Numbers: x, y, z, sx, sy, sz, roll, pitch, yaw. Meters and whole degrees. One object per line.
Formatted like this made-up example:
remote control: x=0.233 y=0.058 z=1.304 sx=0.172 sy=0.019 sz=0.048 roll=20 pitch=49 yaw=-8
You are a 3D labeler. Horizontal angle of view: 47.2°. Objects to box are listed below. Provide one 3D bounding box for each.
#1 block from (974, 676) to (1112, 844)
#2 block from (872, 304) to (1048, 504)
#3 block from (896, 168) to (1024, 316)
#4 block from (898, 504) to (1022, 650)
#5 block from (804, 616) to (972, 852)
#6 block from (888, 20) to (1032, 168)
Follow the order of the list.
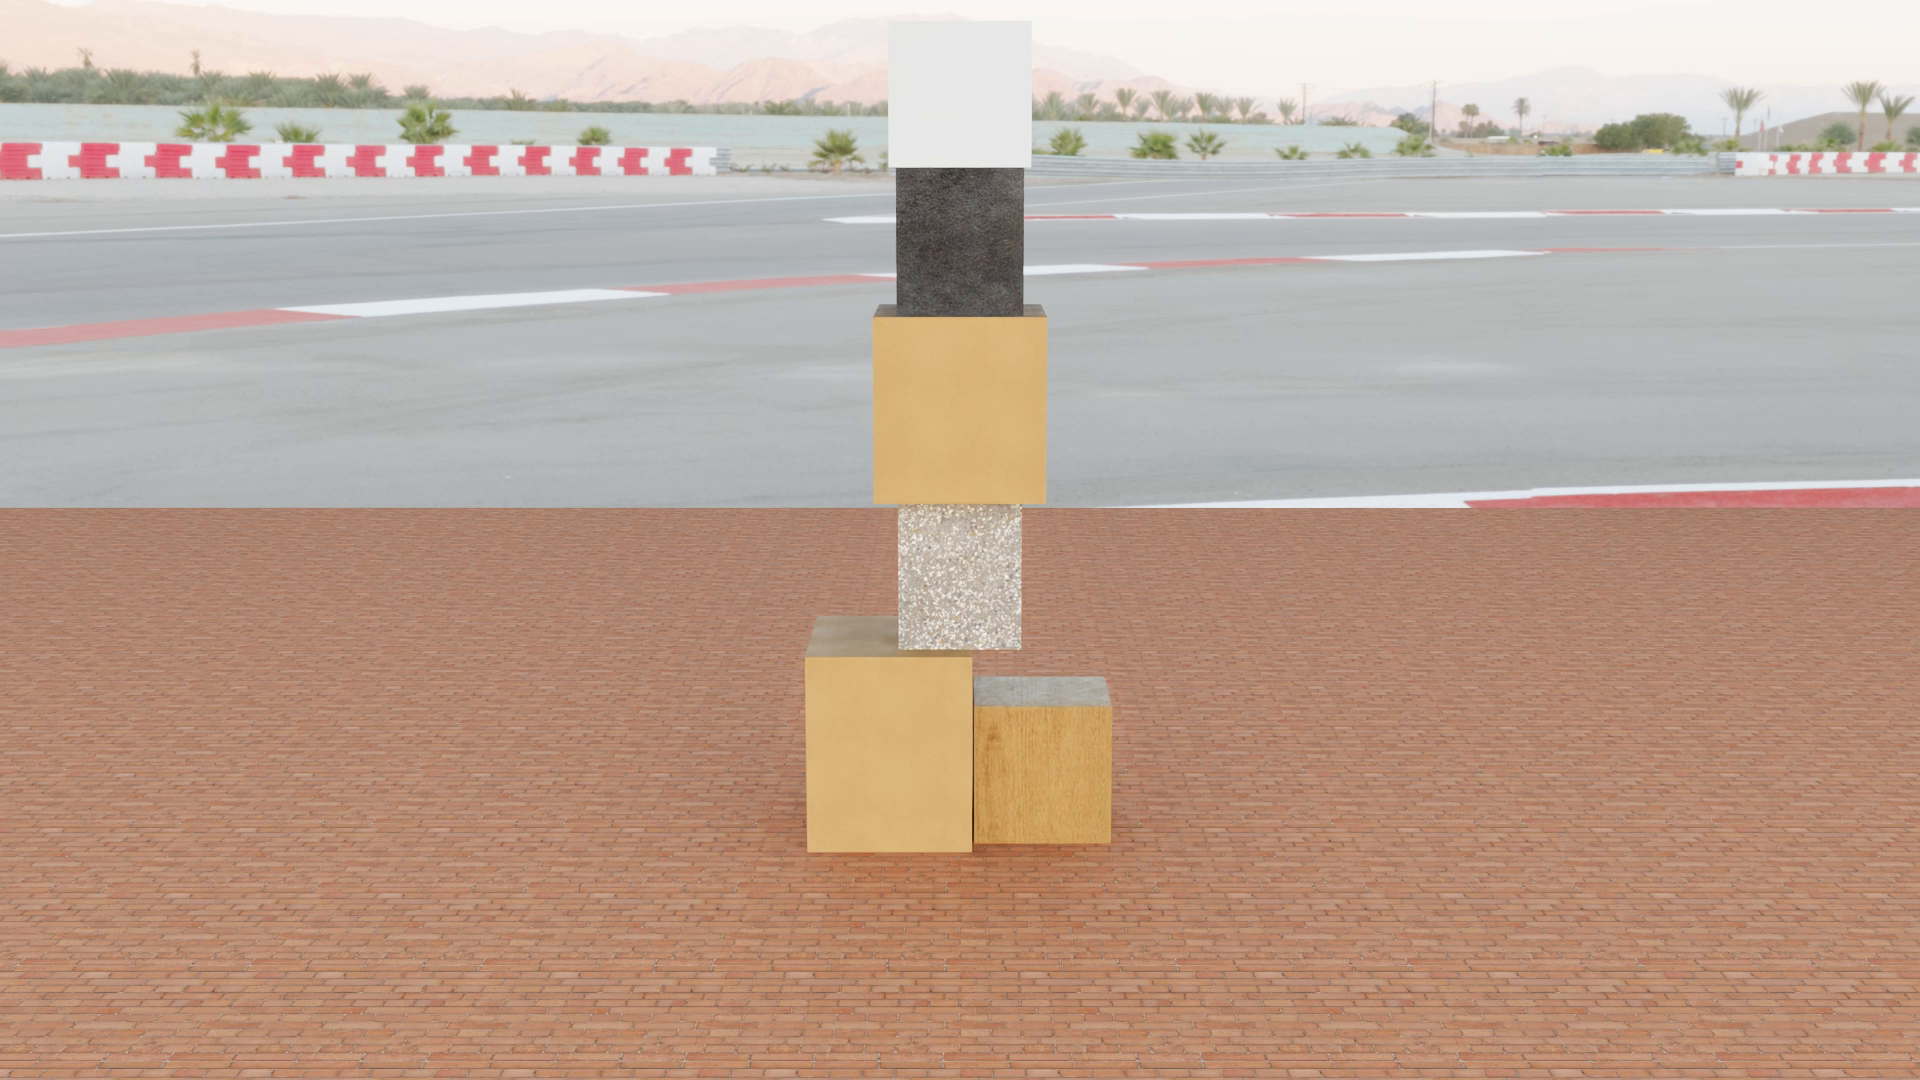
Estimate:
block: x=0.416 y=1.128 z=11.366 sx=0.692 sy=0.713 sz=0.626 roll=0 pitch=10 yaw=0
block: x=0.000 y=-0.700 z=11.071 sx=0.839 sy=0.908 sz=0.858 roll=0 pitch=10 yaw=0
block: x=0.000 y=-1.490 z=10.894 sx=0.613 sy=0.710 sz=0.689 roll=0 pitch=10 yaw=0
block: x=0.000 y=0.121 z=11.205 sx=0.610 sy=0.754 sz=0.612 roll=0 pitch=10 yaw=0
block: x=-0.351 y=0.983 z=11.366 sx=0.822 sy=1.000 sz=0.956 roll=0 pitch=10 yaw=0
block: x=0.000 y=-2.175 z=10.772 sx=0.681 sy=0.682 sz=0.657 roll=0 pitch=10 yaw=0
